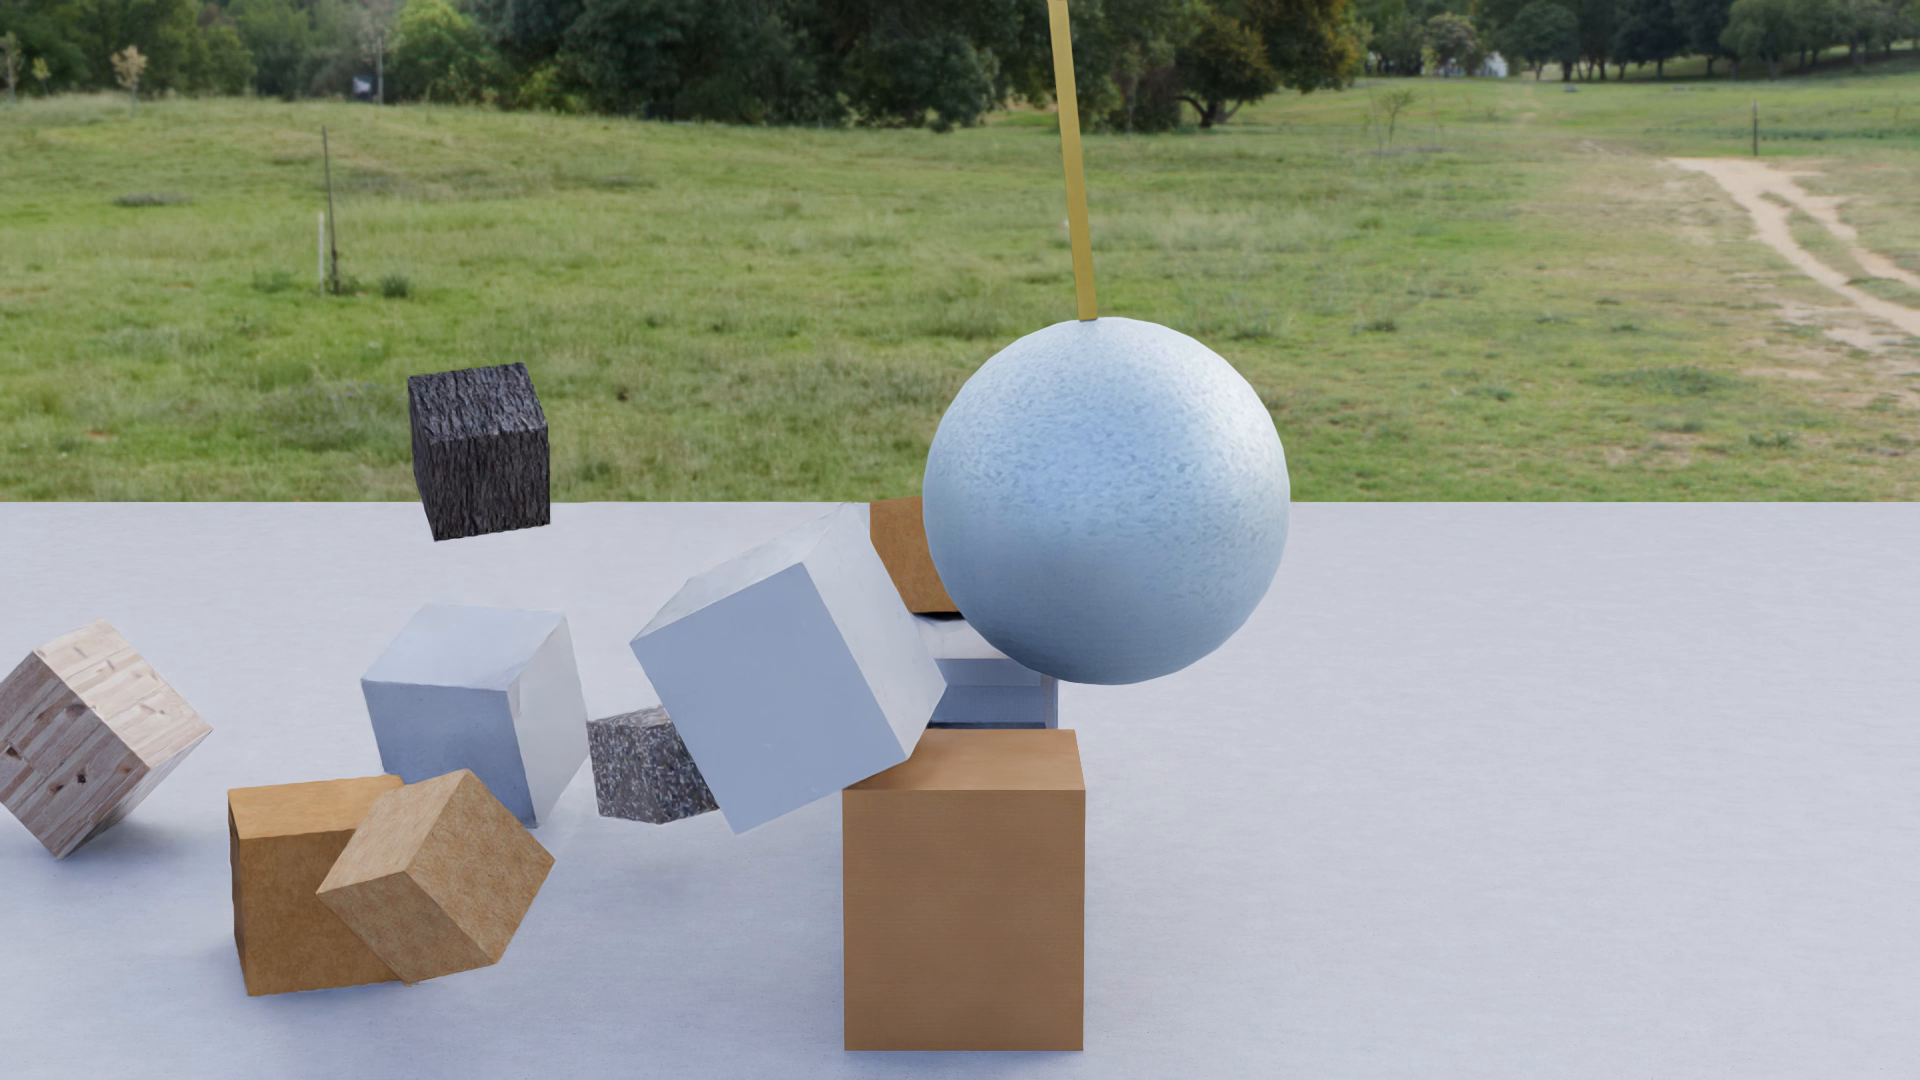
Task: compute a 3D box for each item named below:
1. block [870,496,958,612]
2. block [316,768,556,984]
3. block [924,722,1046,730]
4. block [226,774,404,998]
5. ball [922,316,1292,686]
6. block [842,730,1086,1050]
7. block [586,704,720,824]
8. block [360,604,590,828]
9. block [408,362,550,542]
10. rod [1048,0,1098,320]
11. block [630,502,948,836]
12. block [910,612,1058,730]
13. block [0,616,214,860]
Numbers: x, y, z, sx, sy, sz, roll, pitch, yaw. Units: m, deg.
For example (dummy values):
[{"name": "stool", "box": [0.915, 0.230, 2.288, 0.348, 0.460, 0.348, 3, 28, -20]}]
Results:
[{"name": "block", "box": [-0.021, 0.085, 12.775, 0.597, 0.567, 0.667, 3, -4, -35]}, {"name": "block", "box": [-1.925, 1.240, 9.444, 0.505, 0.514, 0.502, -17, 32, 36]}, {"name": "block", "box": [0.005, 1.188, 11.326, 0.761, 0.611, 0.687, 0, 10, 0]}, {"name": "block", "box": [-2.539, 1.368, 10.280, 0.692, 0.631, 0.742, -4, 11, -19]}, {"name": "ball", "box": [0.634, -0.168, 11.150, 1.600, 1.600, 1.600, 0, 10, 0]}, {"name": "block", "box": [0.014, 1.299, 9.676, 0.870, 0.983, 0.863, 0, 10, 0]}, {"name": "block", "box": [-1.296, 0.983, 11.402, 0.472, 0.426, 0.537, -11, 6, -37]}, {"name": "block", "box": [-2.294, 0.833, 12.276, 0.751, 0.781, 0.675, 3, 31, 17]}, {"name": "block", "box": [-2.255, -0.416, 12.044, 0.547, 0.576, 0.526, -9, 41, -18]}, {"name": "rod", "box": [0.275, -3.494, 10.545, 0.080, 5.200, 0.080, -6, 10, 1]}, {"name": "block", "box": [-0.615, 0.464, 9.527, 0.721, 0.807, 0.828, -25, 10, 15]}, {"name": "block", "box": [0.005, 0.890, 12.145, 0.889, 0.904, 0.999, 0, 10, 1]}, {"name": "block", "box": [-4.061, 0.906, 11.858, 0.633, 0.744, 0.724, -43, 3, 11]}]
